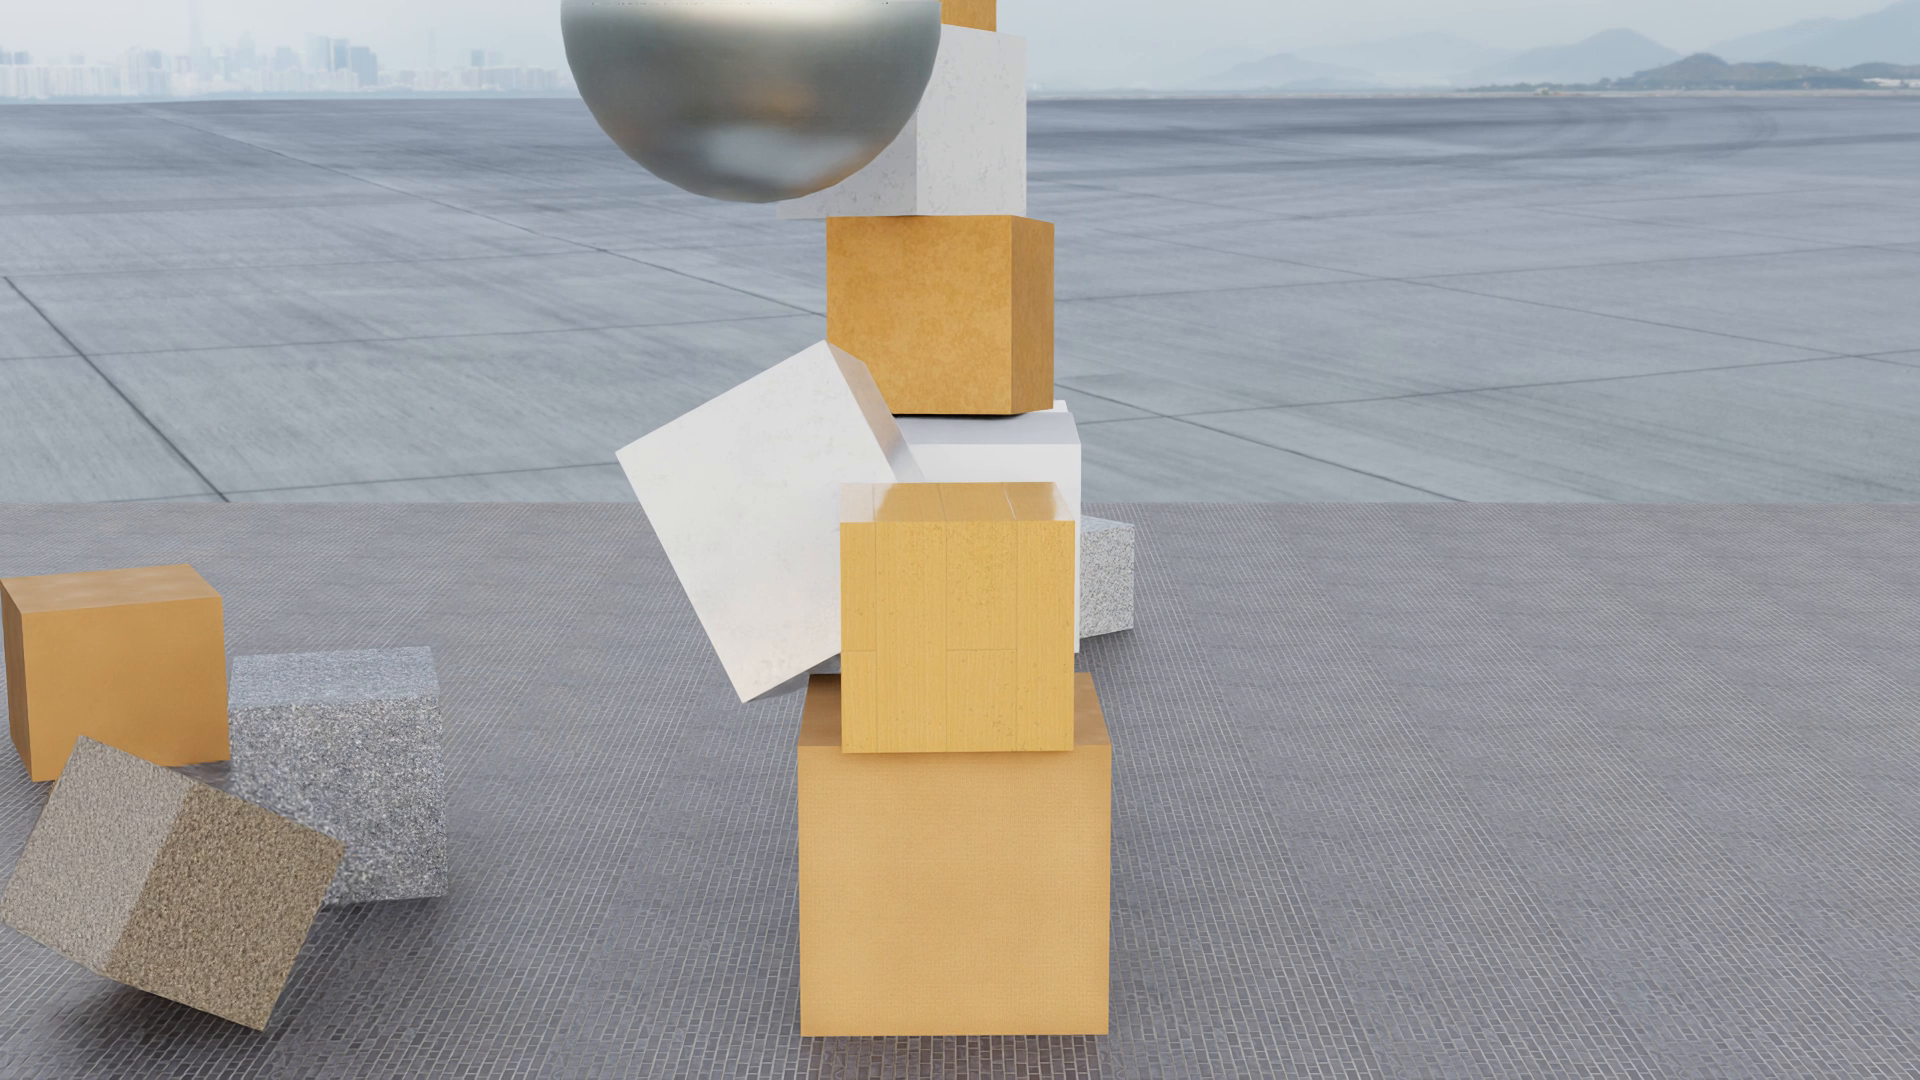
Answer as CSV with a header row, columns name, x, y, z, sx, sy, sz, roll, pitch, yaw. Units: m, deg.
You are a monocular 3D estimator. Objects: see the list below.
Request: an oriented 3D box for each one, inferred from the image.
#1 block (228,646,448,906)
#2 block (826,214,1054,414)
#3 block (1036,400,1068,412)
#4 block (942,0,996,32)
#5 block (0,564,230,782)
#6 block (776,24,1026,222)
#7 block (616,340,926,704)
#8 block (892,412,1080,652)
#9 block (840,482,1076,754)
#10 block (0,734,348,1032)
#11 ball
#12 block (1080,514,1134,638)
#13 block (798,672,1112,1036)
name,x,y,z,sx,sy,sz,roll,pitch,yaw
block,-2.762,1.034,11.399,0.878,0.886,1.008,-3,11,-14
block,-0.080,-1.077,12.328,0.885,0.912,0.928,1,5,14
block,-0.001,-0.109,12.798,1.076,1.055,1.052,0,10,0
block,-0.301,-2.767,12.629,0.768,0.644,0.685,2,5,21
block,-4.438,0.672,13.453,0.972,0.864,0.998,-5,11,-26
block,-0.277,-1.975,12.296,0.852,0.882,0.850,4,6,37
block,-0.632,-0.062,10.594,0.949,1.120,1.033,-28,-4,5
block,-0.010,-0.056,11.724,1.075,0.924,1.081,0,10,0
block,-0.027,0.269,9.560,0.831,0.839,0.875,0,10,-3
block,-2.977,1.284,9.667,0.881,0.750,0.720,10,-17,45
ball,-0.874,-2.219,10.777,1.600,1.600,1.600,0,10,0
block,0.613,0.224,16.449,0.685,0.674,0.730,-9,14,-40
block,-0.029,1.186,9.951,1.137,1.106,1.141,0,10,-1
